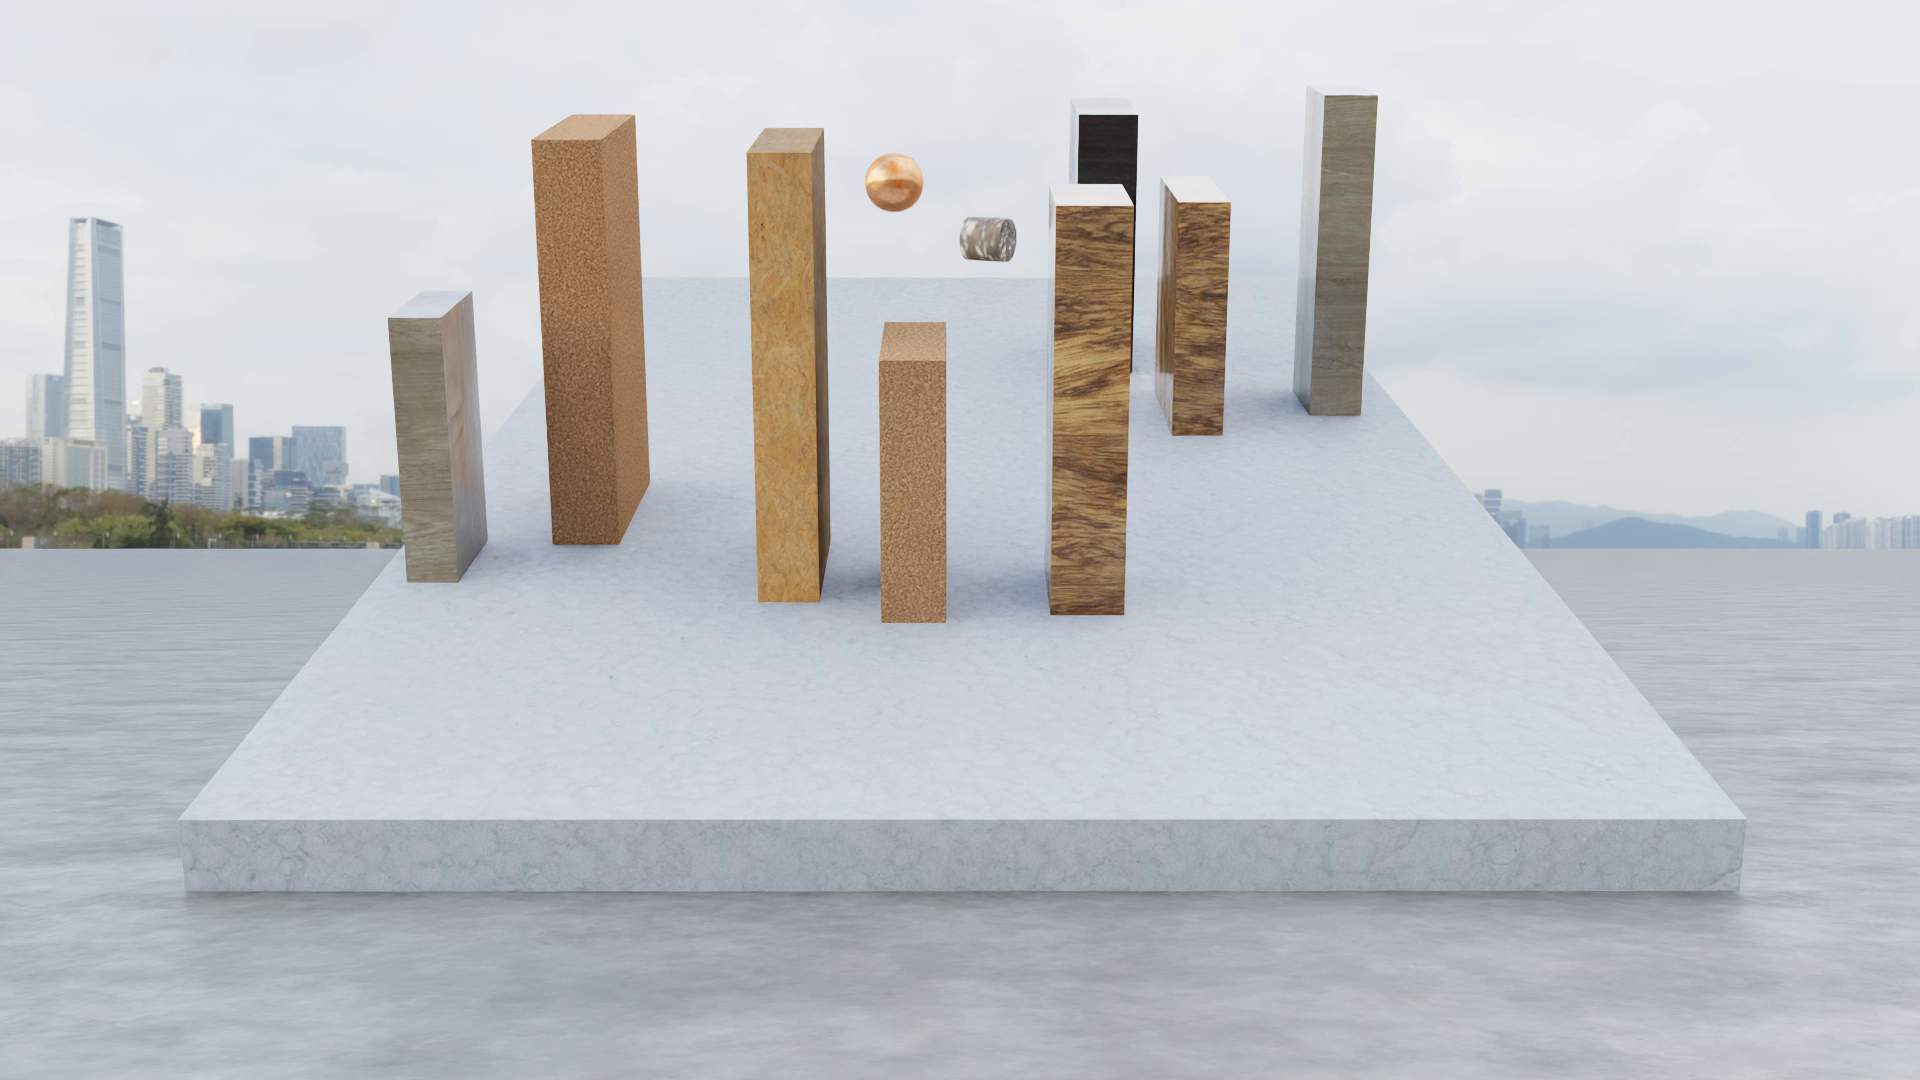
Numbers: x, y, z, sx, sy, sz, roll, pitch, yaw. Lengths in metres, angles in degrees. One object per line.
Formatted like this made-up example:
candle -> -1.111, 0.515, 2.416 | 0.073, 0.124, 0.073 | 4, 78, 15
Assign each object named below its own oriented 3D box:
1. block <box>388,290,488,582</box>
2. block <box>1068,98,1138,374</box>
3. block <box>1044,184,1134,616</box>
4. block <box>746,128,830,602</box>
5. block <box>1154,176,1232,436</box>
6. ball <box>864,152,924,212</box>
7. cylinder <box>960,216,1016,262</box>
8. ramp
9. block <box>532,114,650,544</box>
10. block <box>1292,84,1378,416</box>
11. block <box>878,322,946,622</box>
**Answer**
block -> -0.897, -0.182, 3.826 | 0.087, 0.456, 0.251 | 0, 17, 0
block -> 0.347, -0.757, 5.471 | 0.140, 0.619, 0.399 | 0, 17, 0
block -> 0.207, -0.232, 3.631 | 0.120, 0.666, 0.248 | 0, 17, 0
block -> -0.284, -0.303, 3.738 | 0.102, 0.739, 0.360 | 0, 17, 0
block -> 0.510, -0.527, 4.905 | 0.110, 0.502, 0.430 | 0, 17, 0
ball -> -0.198, -1.074, 6.657 | 0.177, 0.177, 0.177 | 0, 0, 0
cylinder -> 0.085, -0.904, 6.662 | 0.130, 0.130, 0.130 | 7, 3, 25
ramp -> -0.003, -0.168, 4.755 | 2.000, 0.100, 4.000 | 0, 17, 0
block -> -0.673, -0.398, 4.088 | 0.119, 0.721, 0.427 | 0, 17, 0
block -> 0.838, -0.651, 4.969 | 0.115, 0.705, 0.251 | 0, 17, 0
block -> -0.075, -0.117, 3.657 | 0.104, 0.431, 0.312 | 0, 17, 0
